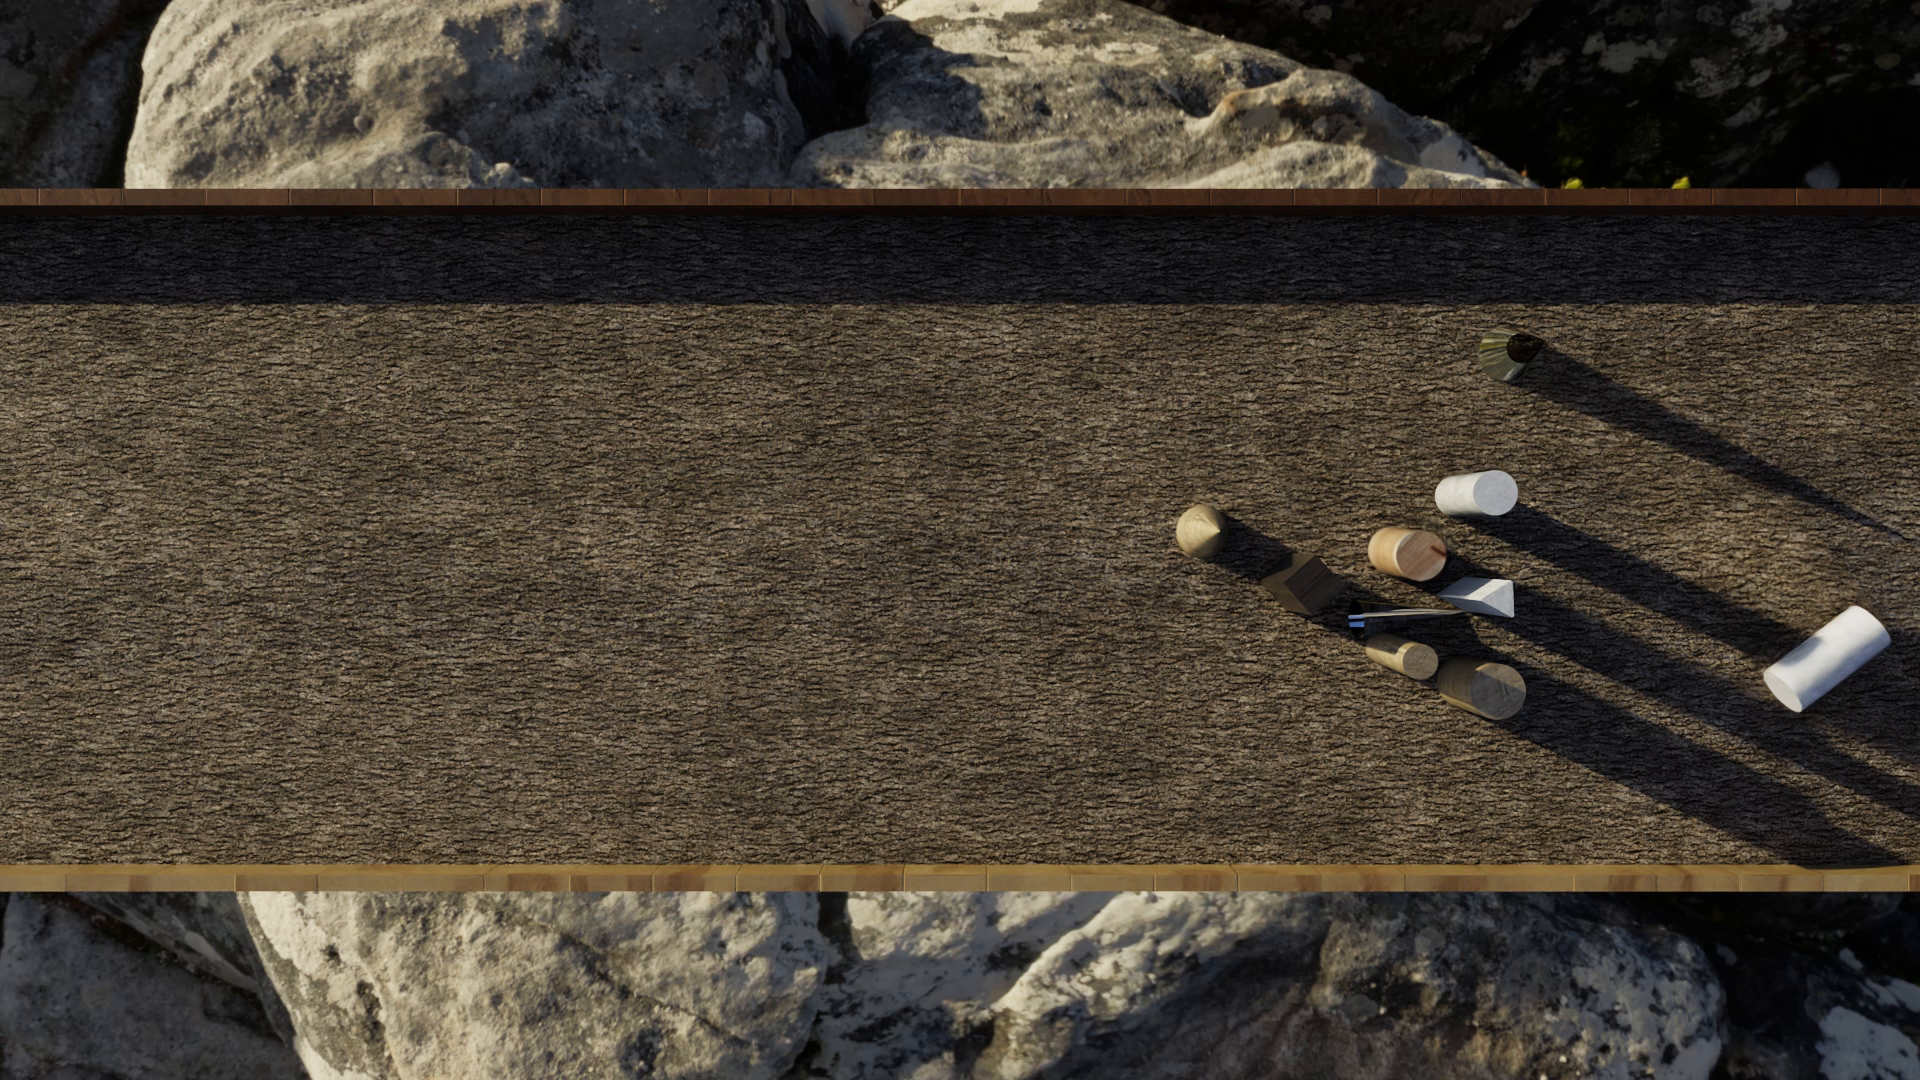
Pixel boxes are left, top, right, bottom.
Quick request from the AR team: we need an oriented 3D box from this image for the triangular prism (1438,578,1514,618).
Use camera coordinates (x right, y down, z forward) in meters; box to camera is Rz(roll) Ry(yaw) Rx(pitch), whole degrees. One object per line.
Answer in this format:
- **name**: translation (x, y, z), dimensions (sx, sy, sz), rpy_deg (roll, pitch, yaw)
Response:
- **triangular prism**: translation (1.533, 0.154, 4.859), dimensions (0.103, 0.434, 0.089), rpy_deg (28, 90, 0)

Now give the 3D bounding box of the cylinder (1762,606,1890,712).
- **cylinder**: translation (2.625, 0.360, 4.999), dimensions (0.332, 0.154, 0.154), rpy_deg (-37, 90, 0)

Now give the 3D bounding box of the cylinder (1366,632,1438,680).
- **cylinder**: translation (1.300, 0.338, 4.871), dimensions (0.102, 0.408, 0.102), rpy_deg (0, 92, -1)

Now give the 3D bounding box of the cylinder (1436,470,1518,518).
- **cylinder**: translation (1.527, -0.135, 4.890), dimensions (0.130, 0.373, 0.130), rpy_deg (0, 90, 0)

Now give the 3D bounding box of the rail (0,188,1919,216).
- **rail**: translation (-2.247, -1.025, 5.002), dimensions (12.000, 0.150, 0.050), rpy_deg (0, 90, 0)

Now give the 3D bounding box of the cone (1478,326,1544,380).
- **cone**: translation (1.680, -0.573, 4.905), dimensions (0.168, 0.342, 0.168), rpy_deg (0, 90, 0)

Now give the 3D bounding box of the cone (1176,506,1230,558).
- **cone**: translation (0.748, -0.025, 4.908), dimensions (0.165, 0.337, 0.165), rpy_deg (0, 90, 0)

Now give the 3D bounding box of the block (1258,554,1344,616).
- **block**: translation (1.003, 0.127, 4.876), dimensions (0.123, 0.402, 0.123), rpy_deg (-42, 90, 0)

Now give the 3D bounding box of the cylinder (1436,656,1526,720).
- **cylinder**: translation (1.548, 0.437, 4.910), dimensions (0.161, 0.332, 0.161), rpy_deg (0, 90, 0)

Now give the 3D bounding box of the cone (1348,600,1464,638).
- **cone**: translation (1.381, 0.230, 5.048), dimensions (0.357, 0.117, 0.117), rpy_deg (-4, 90, -9)

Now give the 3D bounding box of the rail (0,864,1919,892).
- **rail**: translation (-2.247, 1.025, 5.001), dimensions (12.000, 0.150, 0.050), rpy_deg (0, 90, 0)

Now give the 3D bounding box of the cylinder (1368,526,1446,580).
- **cylinder**: translation (1.329, 0.038, 4.915), dimensions (0.145, 0.316, 0.145), rpy_deg (0, 93, -1)
